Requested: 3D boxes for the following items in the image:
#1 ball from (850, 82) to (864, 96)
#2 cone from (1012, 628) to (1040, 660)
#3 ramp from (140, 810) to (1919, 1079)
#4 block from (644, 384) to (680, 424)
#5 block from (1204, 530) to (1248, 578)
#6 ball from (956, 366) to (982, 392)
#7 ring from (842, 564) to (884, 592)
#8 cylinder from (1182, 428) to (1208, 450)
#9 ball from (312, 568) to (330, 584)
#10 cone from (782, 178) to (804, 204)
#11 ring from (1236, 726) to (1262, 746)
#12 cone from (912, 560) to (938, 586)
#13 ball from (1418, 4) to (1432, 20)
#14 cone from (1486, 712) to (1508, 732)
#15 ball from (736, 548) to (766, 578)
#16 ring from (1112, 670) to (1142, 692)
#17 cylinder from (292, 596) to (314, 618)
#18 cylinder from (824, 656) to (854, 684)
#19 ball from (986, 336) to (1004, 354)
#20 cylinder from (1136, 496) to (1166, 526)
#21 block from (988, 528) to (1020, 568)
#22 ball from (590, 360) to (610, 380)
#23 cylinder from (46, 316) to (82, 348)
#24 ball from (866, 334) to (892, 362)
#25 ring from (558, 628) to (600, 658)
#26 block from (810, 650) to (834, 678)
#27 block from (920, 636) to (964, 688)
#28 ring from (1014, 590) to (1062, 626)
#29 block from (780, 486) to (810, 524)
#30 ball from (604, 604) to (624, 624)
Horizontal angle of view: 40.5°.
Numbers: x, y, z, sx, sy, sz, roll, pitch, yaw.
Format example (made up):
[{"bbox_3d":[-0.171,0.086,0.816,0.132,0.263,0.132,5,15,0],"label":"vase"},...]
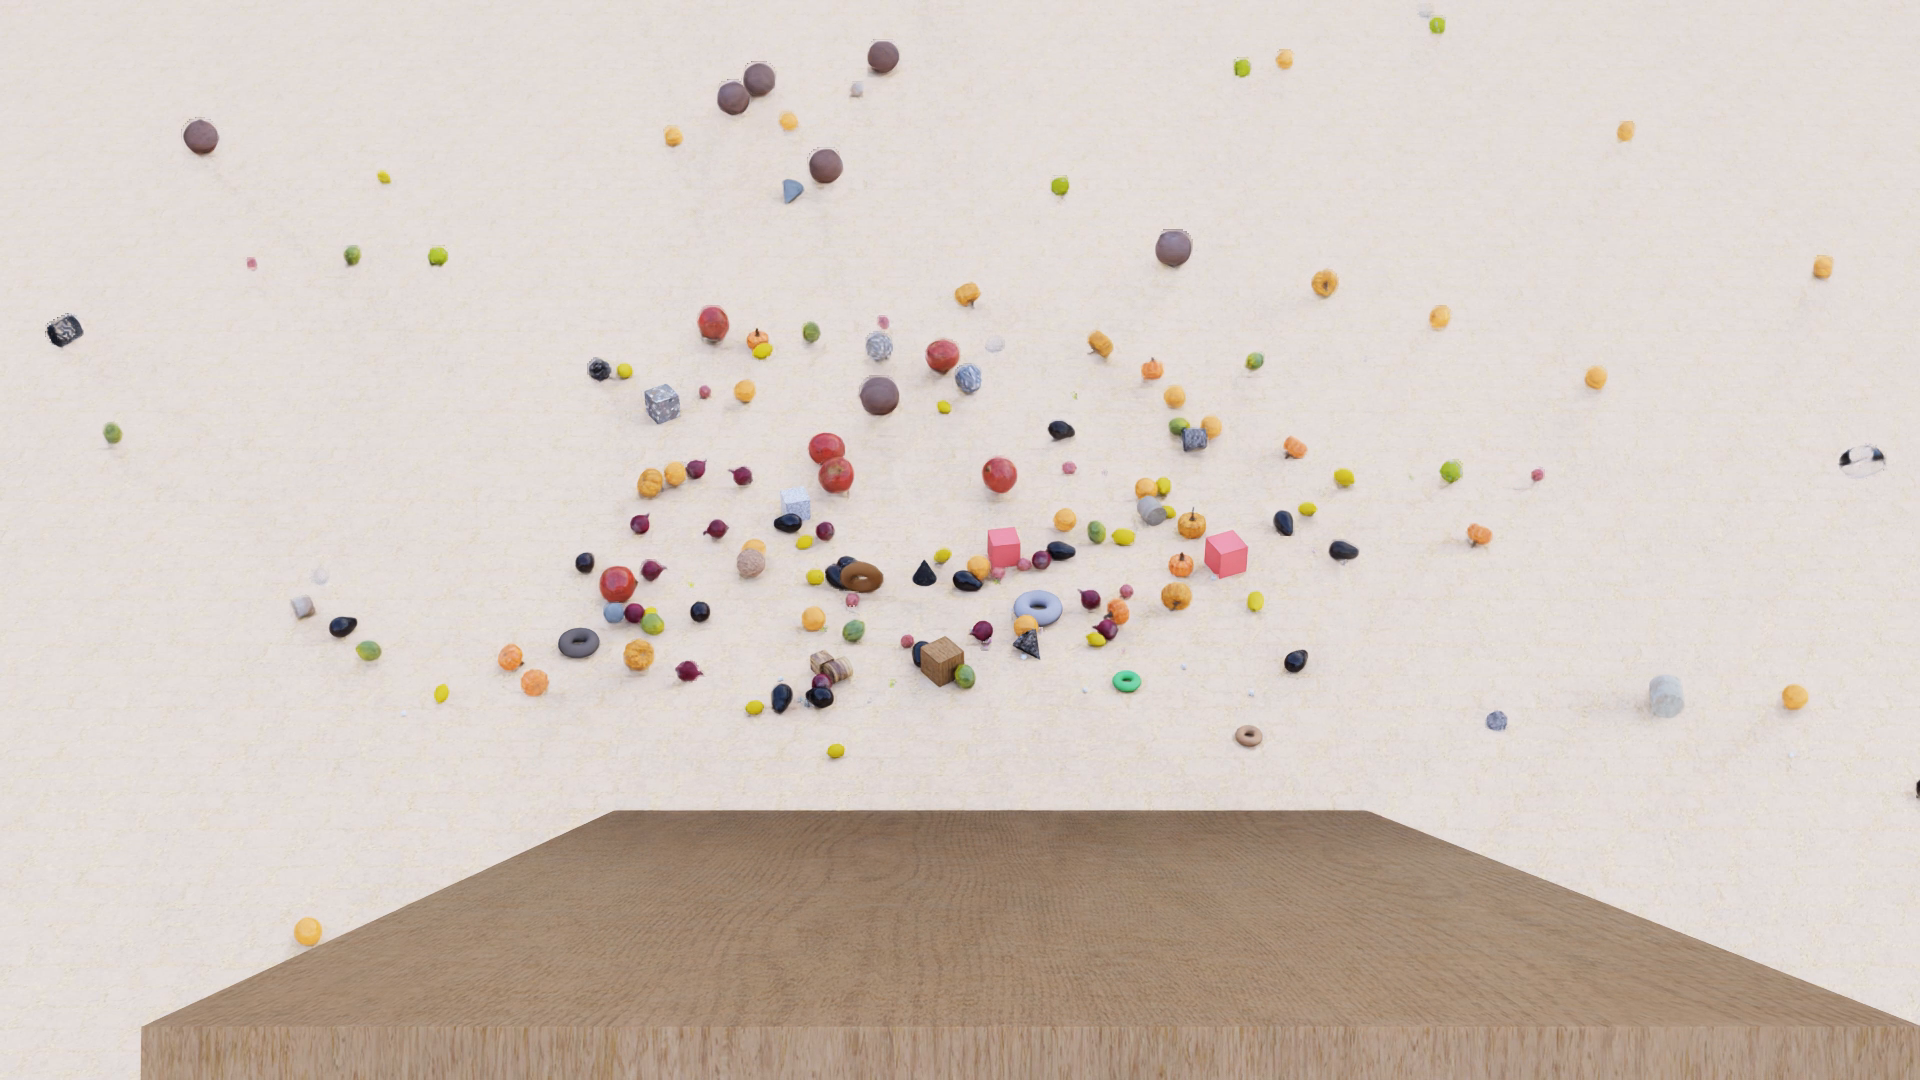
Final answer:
[{"bbox_3d":[-0.409,-1.794,10.361,0.056,0.056,0.056,0,37,0],"label":"ball"},{"bbox_3d":[0.210,0.316,7.553,0.083,0.083,0.083,-25,70,-30],"label":"cone"},{"bbox_3d":[0.081,0.682,4.916,2.000,0.100,4.000,0,-2,0],"label":"ramp"},{"bbox_3d":[-0.976,-0.447,8.534,0.084,0.084,0.084,-22,42,-26],"label":"block"},{"bbox_3d":[0.805,0.044,7.870,0.094,0.094,0.094,-15,39,-20],"label":"block"},{"bbox_3d":[0.030,-0.534,8.647,0.090,0.090,0.090,0,37,0],"label":"ball"},{"bbox_3d":[-0.292,0.112,7.754,0.128,0.128,0.043,6,59,8],"label":"ring"},{"bbox_3d":[0.756,-0.324,8.383,0.069,0.069,0.069,-1,37,-5],"label":"cylinder"},{"bbox_3d":[-1.921,0.109,7.818,0.051,0.051,0.051,0,37,0],"label":"ball"},{"bbox_3d":[-0.636,-1.285,9.694,0.087,0.087,0.087,12,65,15],"label":"cone"},{"bbox_3d":[0.806,0.546,7.255,0.077,0.026,0.077,1,37,-1],"label":"ring"},{"bbox_3d":[-0.107,0.086,7.828,0.076,0.076,0.076,0,37,0],"label":"cone"},{"bbox_3d":[1.957,-2.218,10.928,0.058,0.058,0.058,0,37,0],"label":"ball"},{"bbox_3d":[1.507,0.503,7.312,0.059,0.059,0.059,4,10,5],"label":"cone"},{"bbox_3d":[-0.630,0.069,7.841,0.088,0.088,0.088,0,37,0],"label":"ball"},{"bbox_3d":[0.477,0.404,7.444,0.083,0.028,0.083,0,35,0],"label":"ring"},{"bbox_3d":[-1.944,0.199,7.697,0.052,0.052,0.052,-20,41,-25],"label":"cylinder"},{"bbox_3d":[-0.349,0.373,7.455,0.063,0.063,0.063,-23,42,-27],"label":"cylinder"},{"bbox_3d":[0.116,-0.663,8.843,0.060,0.060,0.060,0,37,0],"label":"ball"},{"bbox_3d":[0.595,-0.090,8.071,0.069,0.069,0.069,-15,39,-20],"label":"cylinder"},{"bbox_3d":[0.133,0.023,7.905,0.085,0.085,0.085,-6,37,-8],"label":"block"},{"bbox_3d":[-1.205,-0.569,8.709,0.071,0.071,0.071,0,37,0],"label":"ball"},{"bbox_3d":[-3.060,-0.714,8.892,0.083,0.083,0.083,23,42,28],"label":"cylinder"},{"bbox_3d":[-0.273,-0.652,8.802,0.092,0.092,0.092,0,37,0],"label":"ball"},{"bbox_3d":[-1.110,0.299,7.573,0.121,0.040,0.121,0,35,0],"label":"ring"},{"bbox_3d":[-0.396,0.356,7.488,0.051,0.051,0.051,-23,42,-27],"label":"block"},{"bbox_3d":[-0.050,0.348,7.466,0.090,0.090,0.090,-24,43,-29],"label":"block"},{"bbox_3d":[0.231,0.201,7.698,0.146,0.049,0.146,0,36,0],"label":"ring"},{"bbox_3d":[-0.512,-0.109,8.090,0.076,0.076,0.076,-11,38,-14],"label":"block"},{"bbox_3d":[-1.019,0.218,7.665,0.061,0.061,0.061,0,37,0],"label":"ball"}]
